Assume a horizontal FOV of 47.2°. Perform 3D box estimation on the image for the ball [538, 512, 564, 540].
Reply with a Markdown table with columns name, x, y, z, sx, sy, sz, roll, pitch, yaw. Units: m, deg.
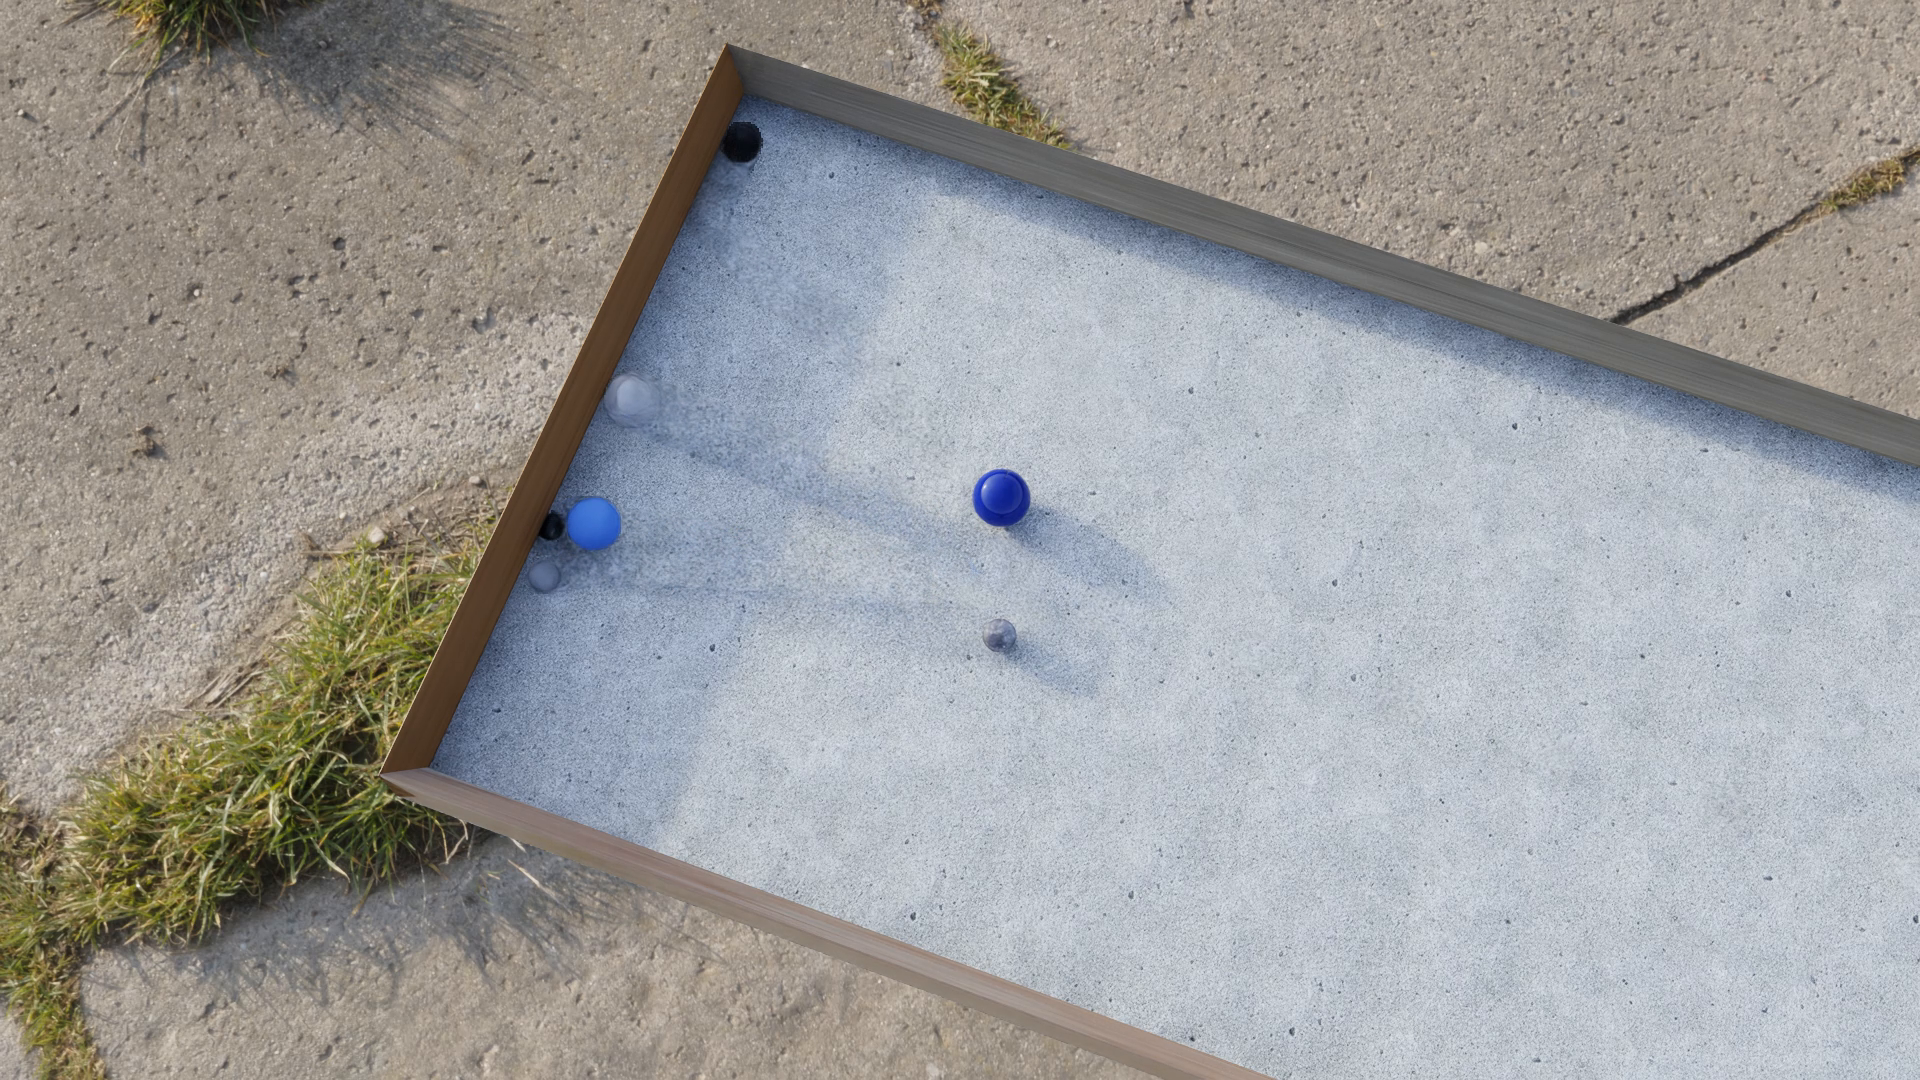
| name | x | y | z | sx | sy | sz | roll | pitch | yaw |
| --- | --- | --- | --- | --- | --- | --- | --- | --- | --- |
| ball | -0.650 | -0.022 | 3.489 | 0.044 | 0.044 | 0.044 | 0 | 69 | 0 |

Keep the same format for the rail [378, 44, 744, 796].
| name | x | y | z | sx | sy | sz | roll | pitch | yaw |
| --- | --- | --- | --- | --- | --- | --- | --- | --- | --- |
| rail | -0.604 | -0.216 | 3.522 | 0.045 | 0.121 | 1.352 | 19 | 70 | 7 |

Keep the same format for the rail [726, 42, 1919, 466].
| name | x | y | z | sx | sy | sz | roll | pitch | yaw |
| --- | --- | --- | --- | --- | --- | --- | --- | --- | --- |
| rail | 0.851 | -0.367 | 3.580 | 2.668 | 0.121 | 0.045 | 19 | 70 | 7 |

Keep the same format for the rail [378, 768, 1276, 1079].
| name | x | y | z | sx | sy | sz | roll | pitch | yaw |
| --- | --- | --- | --- | --- | --- | --- | --- | --- | --- |
| rail | 0.402 | 0.775 | 3.139 | 2.668 | 0.121 | 0.045 | 19 | 70 | 7 |

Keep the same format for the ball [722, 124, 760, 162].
| name | x | y | z | sx | sy | sz | roll | pitch | yaw |
| --- | --- | --- | --- | --- | --- | --- | --- | --- | --- |
| ball | -0.372 | -0.673 | 3.729 | 0.066 | 0.066 | 0.066 | 0 | 69 | 0 |

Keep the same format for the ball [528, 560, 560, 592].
| name | x | y | z | sx | sy | sz | roll | pitch | yaw |
| --- | --- | --- | --- | --- | --- | --- | --- | --- | --- |
| ball | -0.653 | 0.057 | 3.455 | 0.050 | 0.050 | 0.050 | 0 | 69 | 0 |

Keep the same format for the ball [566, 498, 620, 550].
| name | x | y | z | sx | sy | sz | roll | pitch | yaw |
| --- | --- | --- | --- | --- | --- | --- | --- | --- | --- |
| ball | -0.579 | -0.025 | 3.469 | 0.084 | 0.084 | 0.084 | 0 | 69 | 0 |

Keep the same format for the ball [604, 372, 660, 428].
| name | x | y | z | sx | sy | sz | roll | pitch | yaw |
| --- | --- | --- | --- | --- | --- | --- | --- | --- | --- |
| ball | -0.528 | -0.225 | 3.544 | 0.088 | 0.088 | 0.088 | 0 | 69 | 0 |

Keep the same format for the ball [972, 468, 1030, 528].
| name | x | y | z | sx | sy | sz | roll | pitch | yaw |
| --- | --- | --- | --- | --- | --- | --- | --- | --- | --- |
| ball | 0.066 | -0.067 | 3.480 | 0.093 | 0.093 | 0.093 | 0 | 69 | 0 |

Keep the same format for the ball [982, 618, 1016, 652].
| name | x | y | z | sx | sy | sz | roll | pitch | yaw |
| --- | --- | --- | --- | --- | --- | --- | --- | --- | --- |
| ball | 0.061 | 0.148 | 3.418 | 0.053 | 0.053 | 0.053 | 0 | 69 | 0 |
